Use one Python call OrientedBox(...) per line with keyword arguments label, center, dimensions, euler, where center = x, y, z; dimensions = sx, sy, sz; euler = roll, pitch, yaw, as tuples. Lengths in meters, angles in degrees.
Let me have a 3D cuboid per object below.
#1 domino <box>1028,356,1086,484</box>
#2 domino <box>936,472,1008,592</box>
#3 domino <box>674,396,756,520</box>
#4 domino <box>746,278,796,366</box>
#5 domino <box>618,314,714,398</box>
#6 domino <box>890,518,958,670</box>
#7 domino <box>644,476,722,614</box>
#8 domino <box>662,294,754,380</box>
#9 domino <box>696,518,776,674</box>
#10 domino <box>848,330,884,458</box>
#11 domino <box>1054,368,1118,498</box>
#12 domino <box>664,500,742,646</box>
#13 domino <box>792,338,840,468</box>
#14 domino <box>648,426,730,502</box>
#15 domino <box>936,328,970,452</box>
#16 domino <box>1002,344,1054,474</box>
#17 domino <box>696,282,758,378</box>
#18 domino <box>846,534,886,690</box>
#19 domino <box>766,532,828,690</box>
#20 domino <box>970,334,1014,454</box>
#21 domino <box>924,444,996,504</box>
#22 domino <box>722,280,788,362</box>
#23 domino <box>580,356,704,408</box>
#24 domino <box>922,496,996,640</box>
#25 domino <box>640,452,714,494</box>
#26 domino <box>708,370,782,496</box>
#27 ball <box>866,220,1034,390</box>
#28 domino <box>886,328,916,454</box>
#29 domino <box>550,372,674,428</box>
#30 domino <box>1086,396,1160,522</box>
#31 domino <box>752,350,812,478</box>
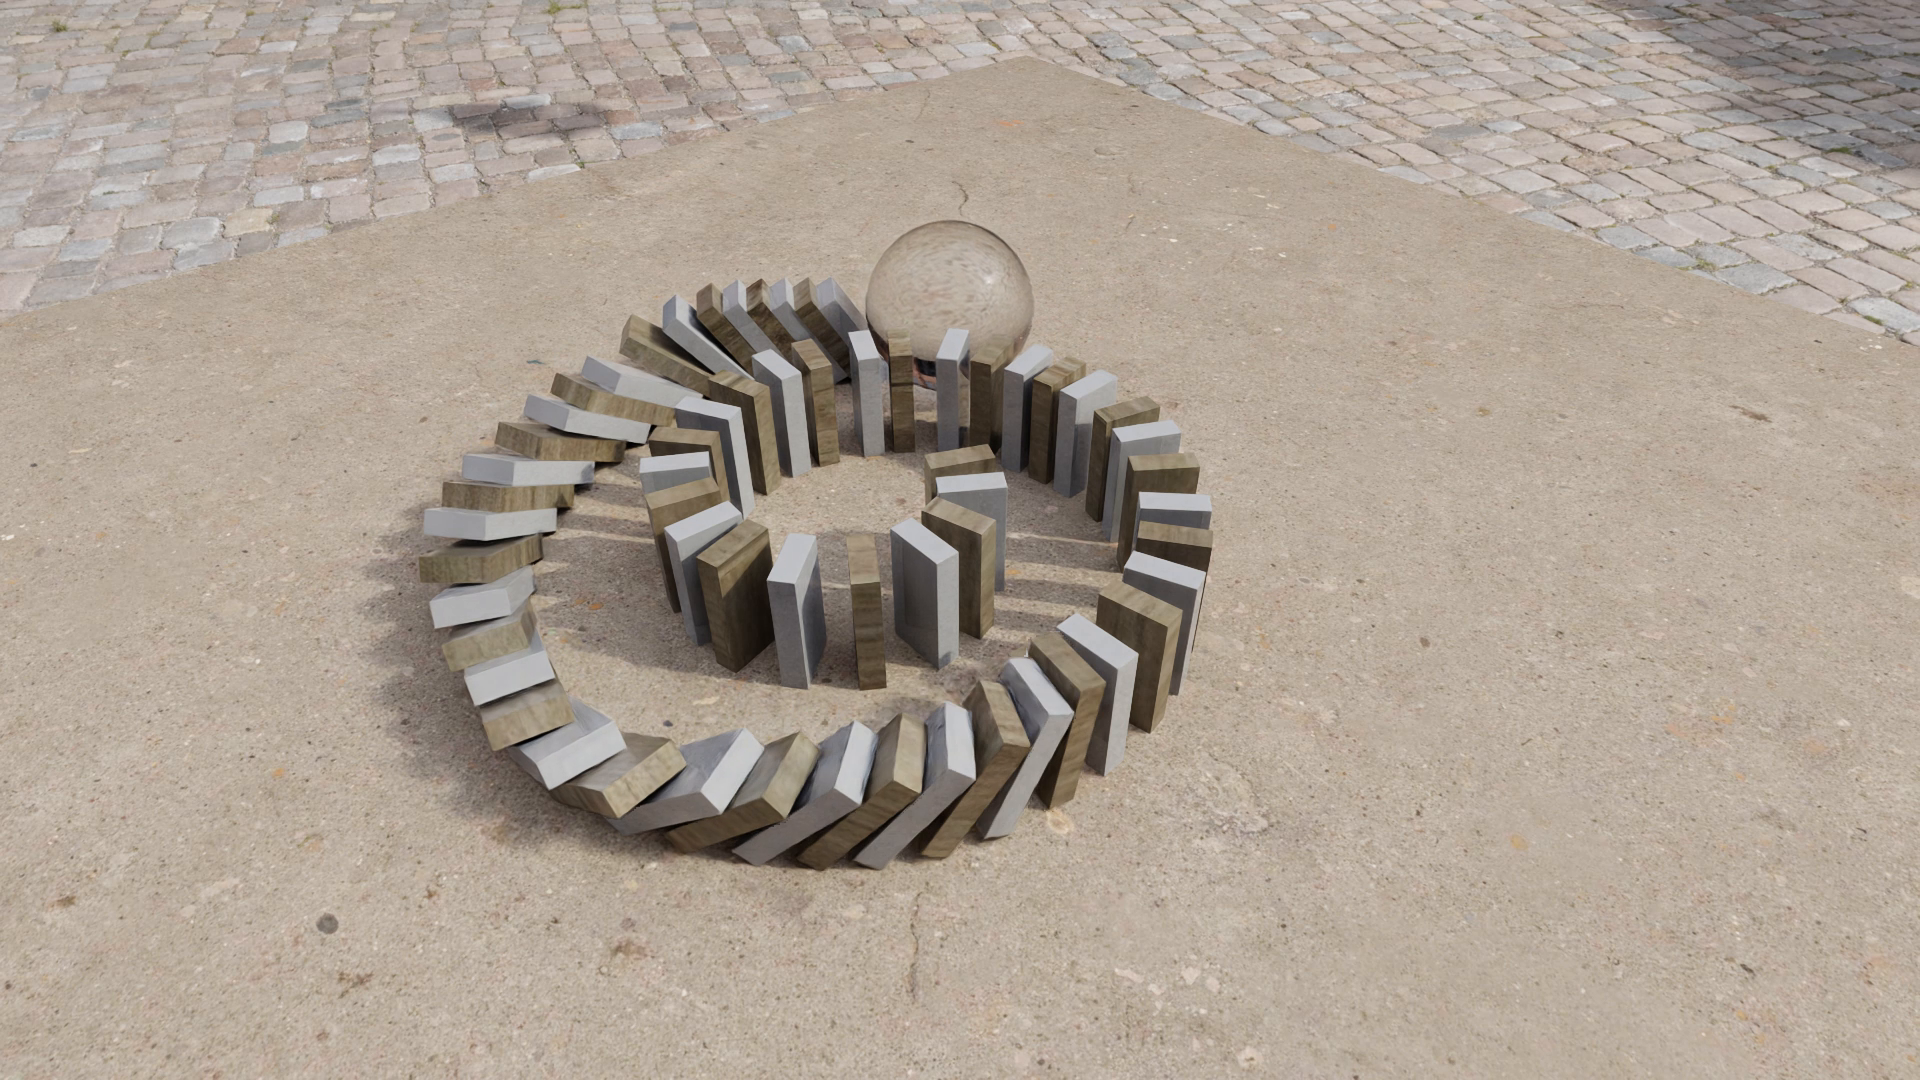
OrientedBox(label="domino", center=(0.042, -0.051, 0.474), dimensions=(0.009, 0.050, 0.025), euler=(28, 47, 30))
OrientedBox(label="domino", center=(0.004, -0.002, 0.413), dimensions=(0.025, 0.050, 0.009), euler=(-5, 40, -6))
OrientedBox(label="domino", center=(-0.100, -0.033, 0.452), dimensions=(0.025, 0.050, 0.009), euler=(14, 41, 16))
OrientedBox(label="domino", center=(-0.085, -0.101, 0.537), dimensions=(0.010, 0.050, 0.025), euler=(-30, 38, 13))
OrientedBox(label="domino", center=(-0.137, -0.088, 0.528), dimensions=(0.050, 0.009, 0.025), euler=(26, 28, -28))
OrientedBox(label="domino", center=(-0.012, 0.019, 0.388), dimensions=(0.009, 0.050, 0.025), euler=(-29, 47, -30))
OrientedBox(label="domino", center=(-0.099, 0.002, 0.409), dimensions=(0.025, 0.050, 0.009), euler=(-18, 42, -20))
OrientedBox(label="domino", center=(-0.121, -0.094, 0.531), dimensions=(0.010, 0.050, 0.025), euler=(-38, 37, 17))
OrientedBox(label="domino", center=(-0.077, 0.020, 0.387), dimensions=(0.009, 0.050, 0.025), euler=(23, 45, 26))
OrientedBox(label="domino", center=(-0.042, -0.065, 0.491), dimensions=(0.009, 0.050, 0.025), euler=(-9, 40, -11))
OrientedBox(label="domino", center=(0.053, -0.045, 0.466), dimensions=(0.025, 0.050, 0.009), euler=(-30, 48, -32))
OrientedBox(label="domino", center=(-0.089, 0.013, 0.396), dimensions=(0.025, 0.050, 0.010), euler=(-27, 46, -29))
OrientedBox(label="domino", center=(-0.064, -0.060, 0.485), dimensions=(0.010, 0.050, 0.025), euler=(-17, 42, -20))
OrientedBox(label="domino", center=(-0.106, -0.021, 0.437), dimensions=(0.025, 0.050, 0.009), euler=(6, 40, 7))
OrientedBox(label="domino", center=(-0.003, -0.066, 0.491), dimensions=(0.009, 0.050, 0.025), euler=(8, 42, 9))
OrientedBox(label="domino", center=(0.029, -0.057, 0.481), dimensions=(0.009, 0.050, 0.025), euler=(22, 44, 25))
OrientedBox(label="domino", center=(-0.108, -0.099, 0.534), dimensions=(0.009, 0.050, 0.025), euler=(-32, 39, 12))
OrientedBox(label="domino", center=(-0.032, 0.025, 0.380), dimensions=(0.010, 0.050, 0.025), euler=(-5, 40, -7))
OrientedBox(label="domino", center=(-0.056, 0.025, 0.381), dimensions=(0.010, 0.050, 0.025), euler=(6, 40, 8))
OrientedBox(label="domino", center=(0.014, -0.063, 0.488), dimensions=(0.010, 0.050, 0.025), euler=(16, 42, 19))
OrientedBox(label="domino", center=(0.000, -0.012, 0.426), dimensions=(0.025, 0.050, 0.010), euler=(-11, 41, -13))
OrientedBox(label="domino", center=(-0.096, -0.100, 0.536), dimensions=(0.009, 0.050, 0.025), euler=(-30, 38, 13))
OrientedBox(label="domino", center=(-0.147, -0.072, 0.509), dimensions=(0.025, 0.010, 0.050), euler=(28, 10, 30))
OrientedBox(label="domino", center=(-0.001, 0.011, 0.398), dimensions=(0.025, 0.050, 0.009), euler=(22, 44, 25))
OrientedBox(label="domino", center=(-0.106, -0.010, 0.423), dimensions=(0.025, 0.050, 0.010), euler=(-7, 40, -8))
OrientedBox(label="domino", center=(-0.091, -0.045, 0.467), dimensions=(0.025, 0.050, 0.010), euler=(22, 44, 25))
OrientedBox(label="ball", center=(-0.005, -0.111, 0.523), dimensions=(0.080, 0.080, 0.080), euler=(0, 39, 0))
OrientedBox(label="domino", center=(-0.026, -0.067, 0.493), dimensions=(0.010, 0.050, 0.025), euler=(-4, 39, -5))
OrientedBox(label="domino", center=(-0.156, -0.063, 0.498), dimensions=(0.025, 0.009, 0.050), euler=(25, 9, 28))
OrientedBox(label="domino", center=(0.066, -0.033, 0.451), dimensions=(0.025, 0.050, 0.009), euler=(-18, 42, -20))
OrientedBox(label="domino", center=(-0.077, -0.055, 0.478), dimensions=(0.009, 0.050, 0.025), euler=(-26, 46, -28))
